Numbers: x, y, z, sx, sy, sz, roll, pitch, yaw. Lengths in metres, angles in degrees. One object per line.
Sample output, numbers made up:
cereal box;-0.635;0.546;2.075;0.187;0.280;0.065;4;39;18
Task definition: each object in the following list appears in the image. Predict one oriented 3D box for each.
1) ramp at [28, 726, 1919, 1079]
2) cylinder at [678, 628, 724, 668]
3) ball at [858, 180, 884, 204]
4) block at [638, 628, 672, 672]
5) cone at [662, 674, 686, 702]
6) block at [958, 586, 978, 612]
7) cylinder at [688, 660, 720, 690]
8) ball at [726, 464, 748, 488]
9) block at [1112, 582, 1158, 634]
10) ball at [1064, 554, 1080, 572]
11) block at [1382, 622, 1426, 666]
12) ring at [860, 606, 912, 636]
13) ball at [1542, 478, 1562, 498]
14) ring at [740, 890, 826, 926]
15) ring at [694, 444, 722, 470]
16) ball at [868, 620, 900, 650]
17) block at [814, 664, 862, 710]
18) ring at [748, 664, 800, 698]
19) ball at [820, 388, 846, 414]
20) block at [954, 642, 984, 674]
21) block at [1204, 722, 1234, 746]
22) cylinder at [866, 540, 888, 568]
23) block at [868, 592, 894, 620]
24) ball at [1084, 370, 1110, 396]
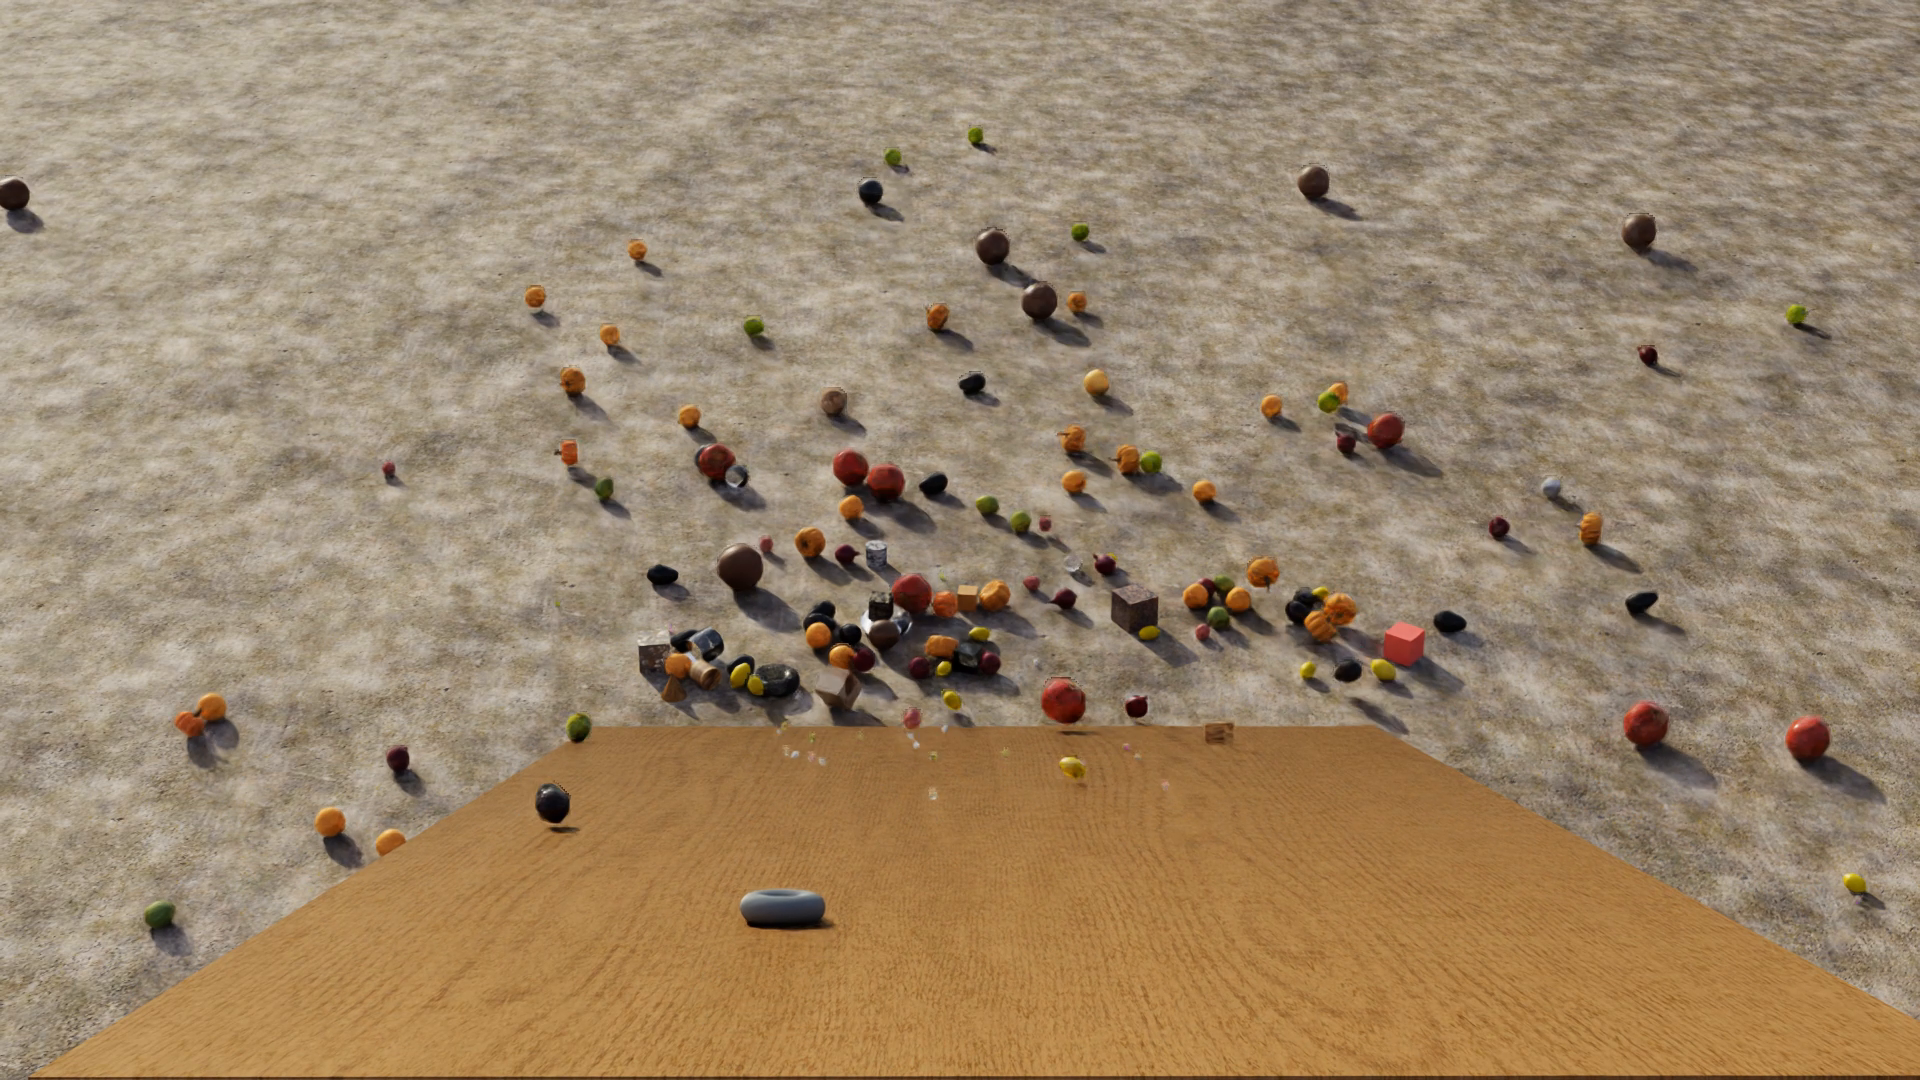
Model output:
ramp;0.062;0.557;4.595;2.000;0.100;4.000;0;1;0
cylinder;-0.706;0.296;7.040;0.088;0.088;0.088;17;32;30
ball;-0.355;-1.385;10.272;0.099;0.099;0.099;0;27;0
block;-0.833;0.301;7.033;0.084;0.084;0.084;-4;28;-7
cone;-0.765;0.385;6.888;0.069;0.069;0.069;0;27;0
block;0.021;0.166;7.329;0.053;0.053;0.053;3;28;6
cylinder;-0.686;0.362;6.941;0.063;0.063;0.063;-20;33;-33
ball;-0.692;-0.197;8.007;0.073;0.073;0.073;0;27;0
block;0.490;0.191;7.235;0.094;0.094;0.094;-15;31;-26
ball;0.327;0.066;7.524;0.050;0.050;0.050;0;27;0
block;1.216;0.285;7.071;0.080;0.080;0.080;19;33;33
ring;-0.207;0.227;7.216;0.147;0.049;0.147;1;28;-1
ball;1.822;-0.162;7.955;0.060;0.060;0.060;0;27;0
ring;-0.243;0.504;3.547;0.118;0.039;0.118;1;0;0
ring;-0.795;-0.261;8.141;0.091;0.030;0.091;-5;63;9
ball;-0.209;0.261;7.111;0.086;0.086;0.086;0;27;0
block;-0.321;0.391;6.827;0.079;0.079;0.079;12;62;33
ring;-0.498;0.378;6.927;0.139;0.046;0.139;-1;28;0
ball;-0.418;-0.455;8.490;0.088;0.088;0.088;0;27;0
block;0.024;0.321;7.022;0.060;0.060;0.060;11;29;20
block;0.615;0.457;6.122;0.051;0.051;0.051;1;1;31
cylinder;-0.245;0.042;7.558;0.062;0.062;0.062;0;27;0
block;-0.220;0.185;7.179;0.060;0.060;0.060;6;27;7
ball;0.456;-0.525;8.627;0.086;0.086;0.086;0;27;0
